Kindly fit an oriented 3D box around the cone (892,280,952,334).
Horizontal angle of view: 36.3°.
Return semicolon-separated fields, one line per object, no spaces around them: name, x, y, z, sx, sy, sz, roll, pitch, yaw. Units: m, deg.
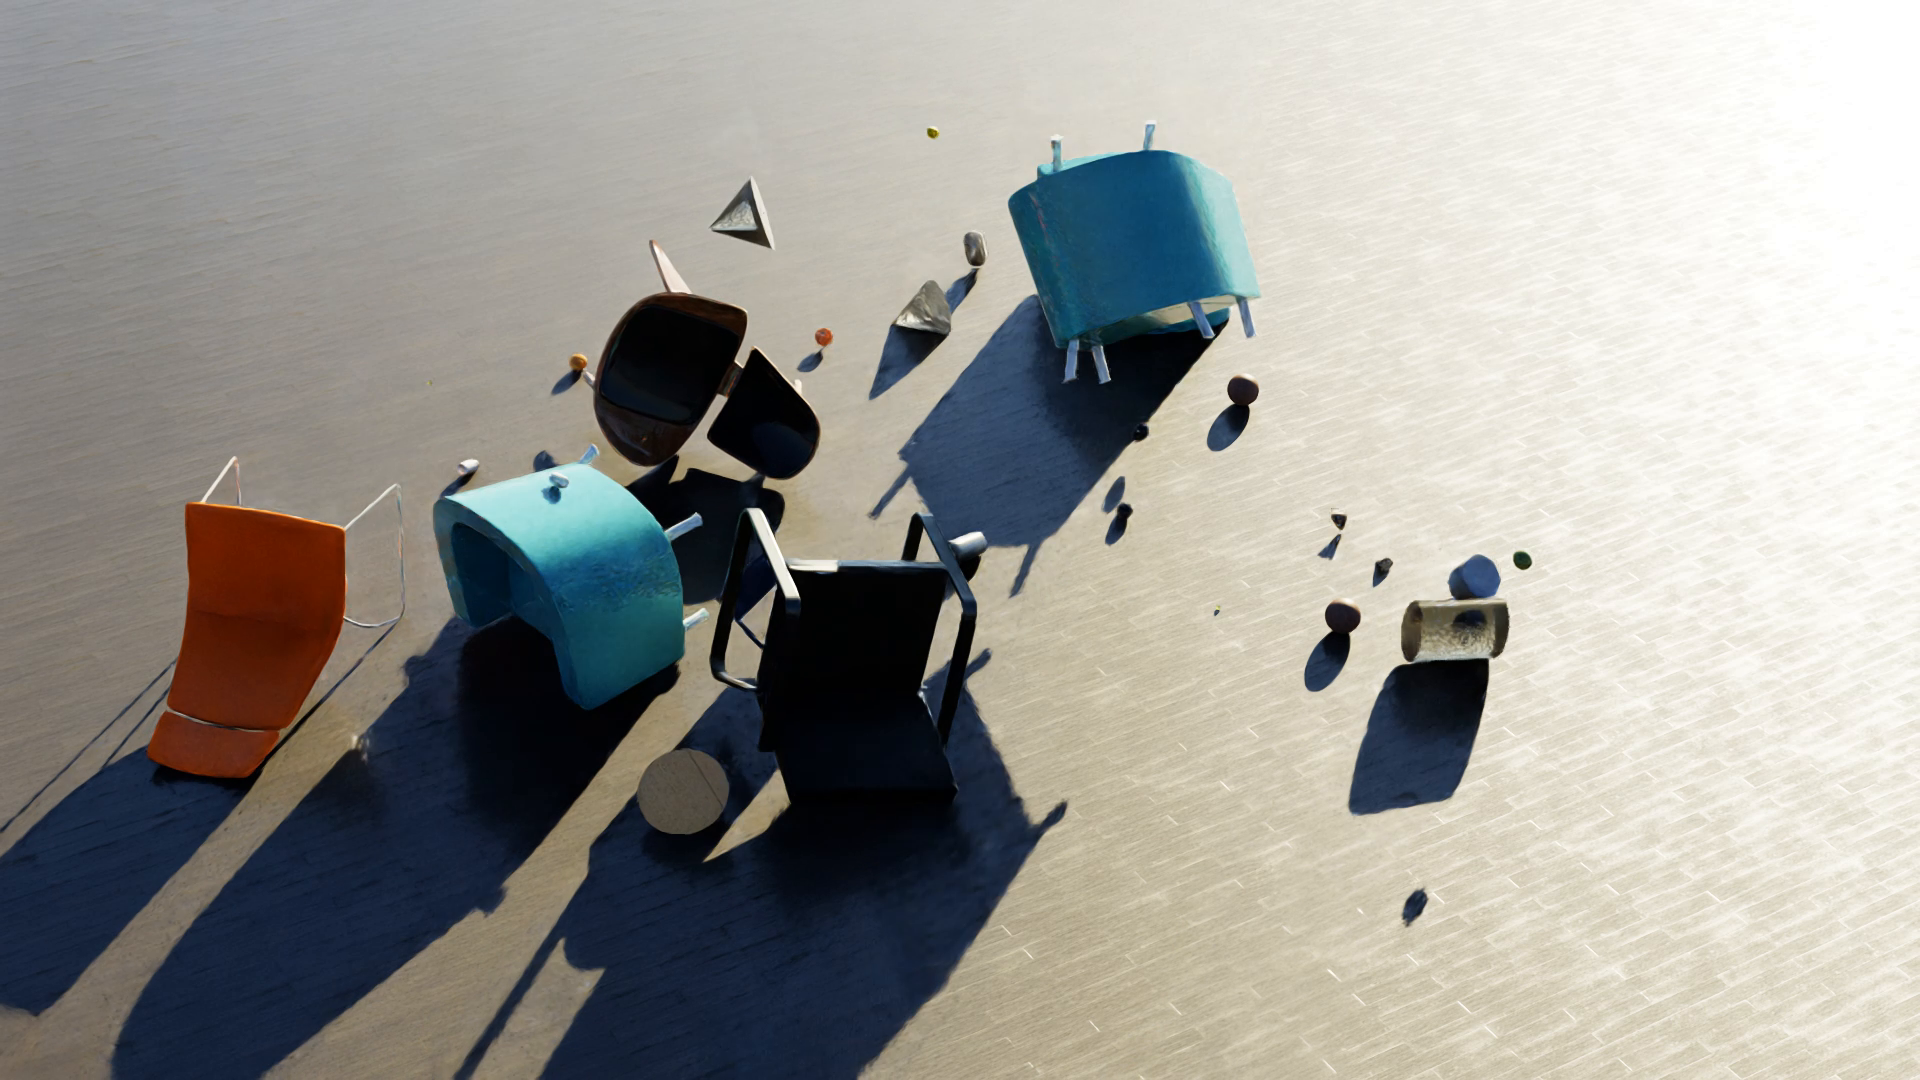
cone;-0.190;-0.940;12.274;0.231;0.242;0.211;-18;1;24

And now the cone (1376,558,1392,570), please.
cone;1.548;0.085;10.794;0.062;0.047;0.063;-8;11;-33

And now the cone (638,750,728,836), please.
cone;-0.859;0.784;9.631;0.320;0.276;0.348;-31;2;15

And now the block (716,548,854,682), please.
block;-0.603;0.260;10.114;0.256;0.343;0.272;-45;60;0

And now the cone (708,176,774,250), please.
cone;-0.913;-1.295;11.910;0.234;0.312;0.267;-17;-2;4

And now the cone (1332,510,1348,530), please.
cone;1.435;-0.083;10.972;0.047;0.076;0.084;-29;1;38

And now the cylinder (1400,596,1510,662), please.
cylinder;1.722;0.312;10.212;0.308;0.289;0.191;-2;62;-9

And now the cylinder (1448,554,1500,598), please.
cylinder;1.810;0.145;10.322;0.131;0.164;0.160;-14;80;-13
